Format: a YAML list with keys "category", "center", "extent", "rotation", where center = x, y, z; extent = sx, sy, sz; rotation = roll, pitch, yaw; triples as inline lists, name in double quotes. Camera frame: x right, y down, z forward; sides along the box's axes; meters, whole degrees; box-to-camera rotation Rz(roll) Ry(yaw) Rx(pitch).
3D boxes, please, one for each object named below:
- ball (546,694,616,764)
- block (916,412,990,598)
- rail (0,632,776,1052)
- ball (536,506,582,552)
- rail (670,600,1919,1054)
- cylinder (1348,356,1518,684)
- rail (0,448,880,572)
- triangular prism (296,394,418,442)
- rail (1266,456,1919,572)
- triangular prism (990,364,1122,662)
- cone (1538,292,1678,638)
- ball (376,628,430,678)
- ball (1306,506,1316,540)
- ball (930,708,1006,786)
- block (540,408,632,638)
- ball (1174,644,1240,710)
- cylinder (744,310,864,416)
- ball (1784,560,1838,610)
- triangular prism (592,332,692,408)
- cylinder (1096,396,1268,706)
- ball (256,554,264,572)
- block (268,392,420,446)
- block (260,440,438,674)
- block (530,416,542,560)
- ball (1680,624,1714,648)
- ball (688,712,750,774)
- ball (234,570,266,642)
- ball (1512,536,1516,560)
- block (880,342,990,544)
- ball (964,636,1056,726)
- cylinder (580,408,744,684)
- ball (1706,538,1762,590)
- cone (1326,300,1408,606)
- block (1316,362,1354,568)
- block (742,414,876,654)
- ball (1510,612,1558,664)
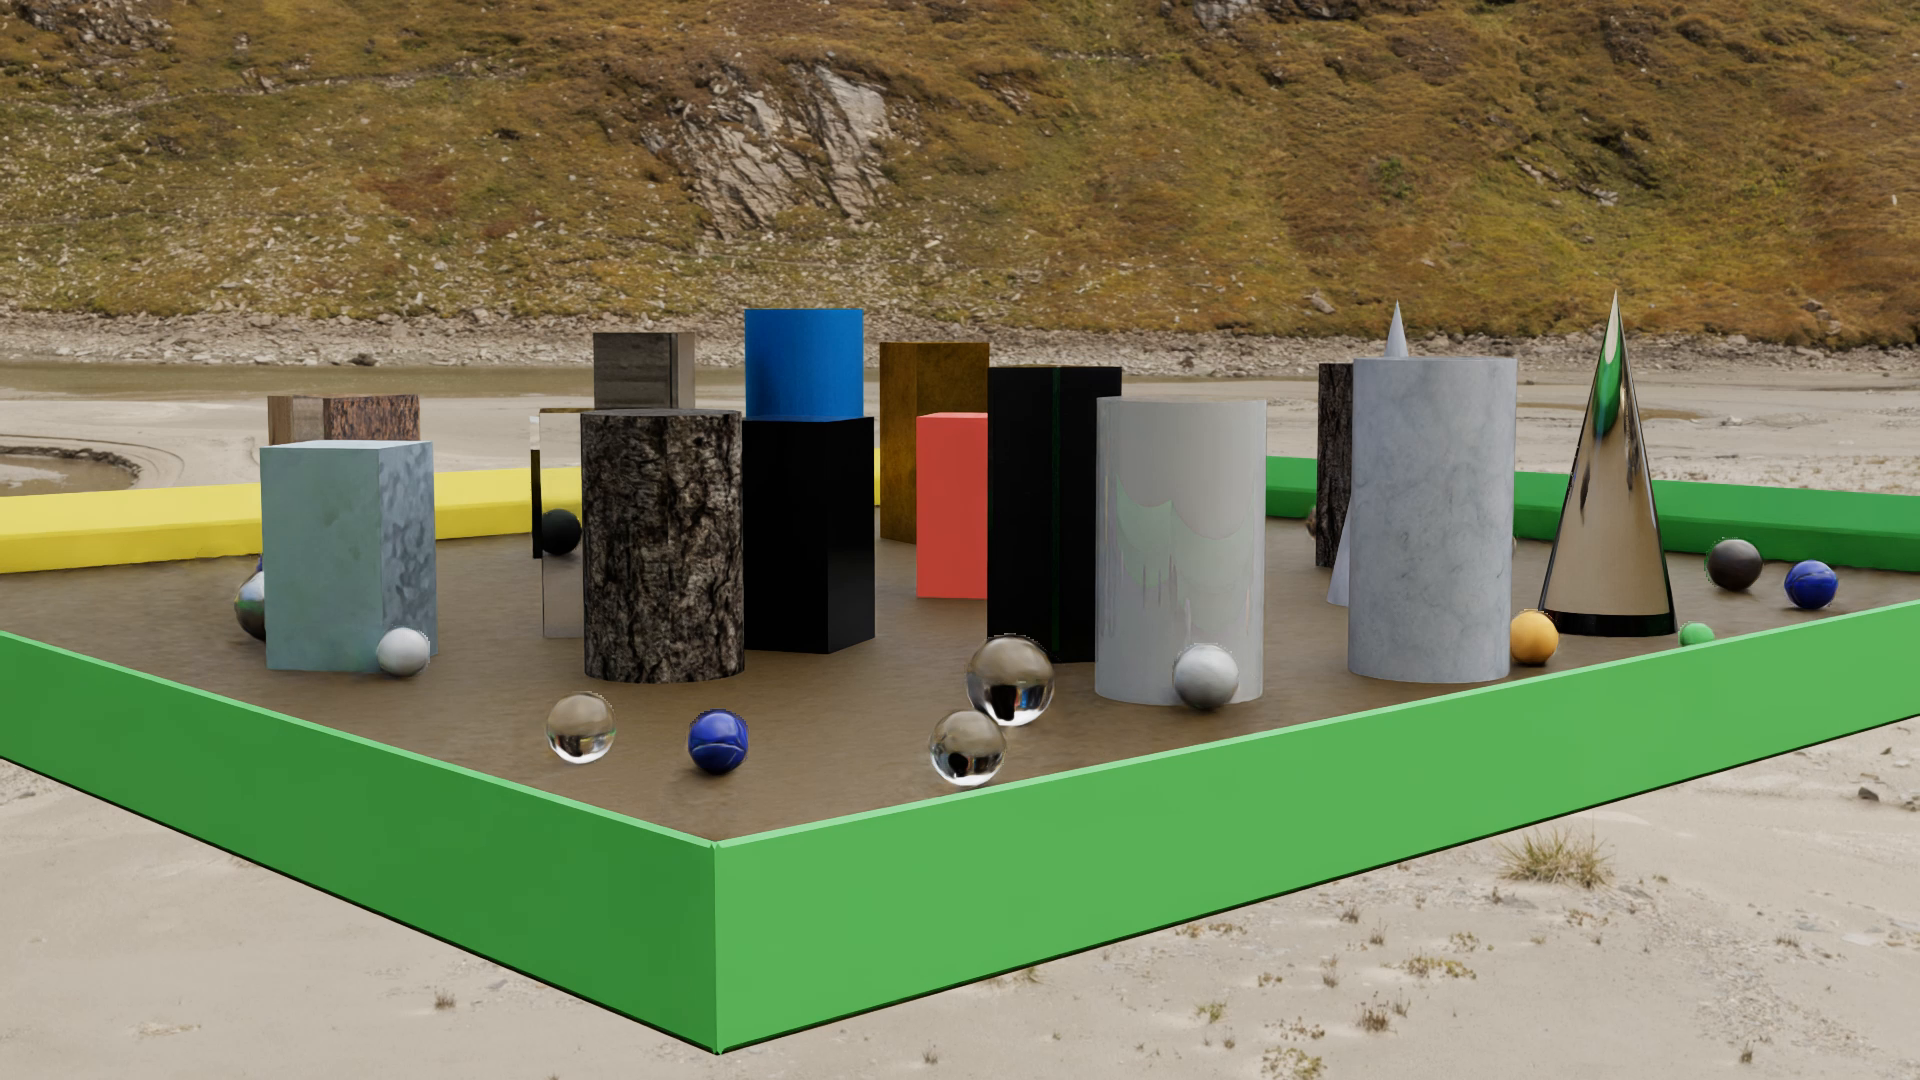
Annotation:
- category: "ball"
  center: [-0.373, 0.186, 2.168]
  extent: [0.069, 0.069, 0.069]
  rotation: [0, 6, 0]
- category: "block"
  center: [0.026, -0.057, 3.472]
  extent: [0.157, 0.280, 0.157]
  rotation: [1, 6, 12]
- category: "rail"
  center: [-1.074, 0.136, 2.346]
  extent: [0.045, 0.128, 2.790]
  rotation: [-5, 8, -42]
- category: "ball"
  center: [-0.743, -0.021, 4.068]
  extent: [0.084, 0.084, 0.084]
  rotation: [0, 6, 0]
- category: "rail"
  center: [0.930, 0.138, 2.330]
  extent: [2.971, 0.128, 0.045]
  rotation: [-5, 8, -42]
- category: "cylinder"
  center: [0.581, -0.031, 2.712]
  extent: [0.197, 0.386, 0.197]
  rotation: [0, 6, 0]
- category: "rail"
  center: [-0.930, -0.071, 4.334]
  extent: [2.971, 0.128, 0.045]
  rotation: [-5, 8, -42]
- category: "triangular prism"
  center: [-0.821, -0.037, 3.050]
  extent: [0.148, 0.328, 0.170]
  rotation: [-3, 7, -30]
- category: "rail"
  center: [1.074, -0.070, 4.318]
  extent: [0.045, 0.128, 2.790]
  rotation: [-5, 8, -42]
- category: "triangular prism"
  center: [0.104, -0.038, 2.839]
  extent: [0.170, 0.374, 0.148]
  rotation: [-1, 6, -12]
- category: "cone"
  center: [0.910, -0.113, 3.076]
  extent: [0.197, 0.475, 0.197]
  rotation: [0, 6, 0]
- category: "ball"
  center: [-0.675, 0.137, 2.667]
  extent: [0.061, 0.061, 0.061]
  rotation: [0, 6, 0]
- category: "ball"
  center: [0.701, -0.032, 4.199]
  extent: [0.080, 0.080, 0.080]
  rotation: [0, 6, 0]
- category: "ball"
  center: [0.007, 0.195, 2.063]
  extent: [0.072, 0.072, 0.072]
  rotation: [0, 6, 0]
- category: "block"
  center: [-0.504, -0.028, 3.070]
  extent: [0.157, 0.306, 0.157]
  rotation: [-1, 6, -10]
- category: "ball"
  center: [0.274, 0.153, 2.442]
  extent: [0.073, 0.073, 0.073]
  rotation: [0, 6, 0]
- category: "cylinder"
  center: [-0.260, -0.162, 3.683]
  extent: [0.197, 0.446, 0.197]
  rotation: [0, 6, 0]
- category: "ball"
  center: [1.270, 0.067, 3.280]
  extent: [0.074, 0.074, 0.074]
  rotation: [0, 6, 0]
- category: "triangular prism"
  center: [-0.483, -0.135, 3.598]
  extent: [0.170, 0.409, 0.148]
  rotation: [4, 7, 32]
- category: "cylinder"
  center: [0.256, 0.007, 2.561]
  extent: [0.197, 0.343, 0.197]
  rotation: [0, 6, 0]
- category: "ball"
  center: [-1.066, 0.044, 3.467]
  extent: [0.081, 0.081, 0.081]
  rotation: [0, 6, 0]
- category: "block"
  center: [-0.935, -0.063, 3.356]
  extent: [0.157, 0.316, 0.157]
  rotation: [3, 7, 29]
- category: "block"
  center: [-0.771, 0.017, 2.784]
  extent: [0.157, 0.276, 0.157]
  rotation: [1, 6, 11]
- category: "block"
  center: [-0.660, -0.096, 3.963]
  extent: [0.157, 0.256, 0.157]
  rotation: [4, 7, 30]
- category: "ball"
  center: [0.952, 0.129, 2.840]
  extent: [0.043, 0.043, 0.043]
  rotation: [0, 6, 0]
- category: "ball"
  center: [-0.233, 0.195, 2.121]
  extent: [0.059, 0.059, 0.059]
  rotation: [0, 6, 0]
- category: "ball"
  center: [-0.925, 0.088, 2.961]
  extent: [0.098, 0.098, 0.098]
  rotation: [0, 6, 0]
- category: "ball"
  center: [0.903, 0.011, 3.747]
  extent: [0.087, 0.087, 0.087]
  rotation: [0, 6, 0]
- category: "block"
  center: [-0.050, -0.192, 4.272]
  extent: [0.157, 0.382, 0.157]
  rotation: [-3, 7, -28]
- category: "ball"
  center: [0.054, 0.152, 2.358]
  extent: [0.097, 0.097, 0.097]
  rotation: [0, 6, 0]
- category: "cylinder"
  center: [-0.366, 0.002, 2.713]
  extent: [0.197, 0.320, 0.197]
  rotation: [0, 6, 0]
- category: "ball"
  center: [1.233, 0.039, 3.500]
  extent: [0.083, 0.083, 0.083]
  rotation: [0, 6, 0]
- category: "cone"
  center: [0.662, -0.136, 3.351]
  extent: [0.197, 0.462, 0.197]
  rotation: [0, 6, 0]
- category: "block"
  center: [0.729, -0.128, 3.800]
  extent: [0.157, 0.353, 0.157]
  rotation: [-3, 7, -29]
- category: "block"
  center: [-0.217, -0.012, 2.939]
  extent: [0.157, 0.301, 0.157]
  rotation: [2, 6, 20]
- category: "ball"
  center: [0.720, 0.124, 2.771]
  extent: [0.066, 0.066, 0.066]
  rotation: [0, 6, 0]
